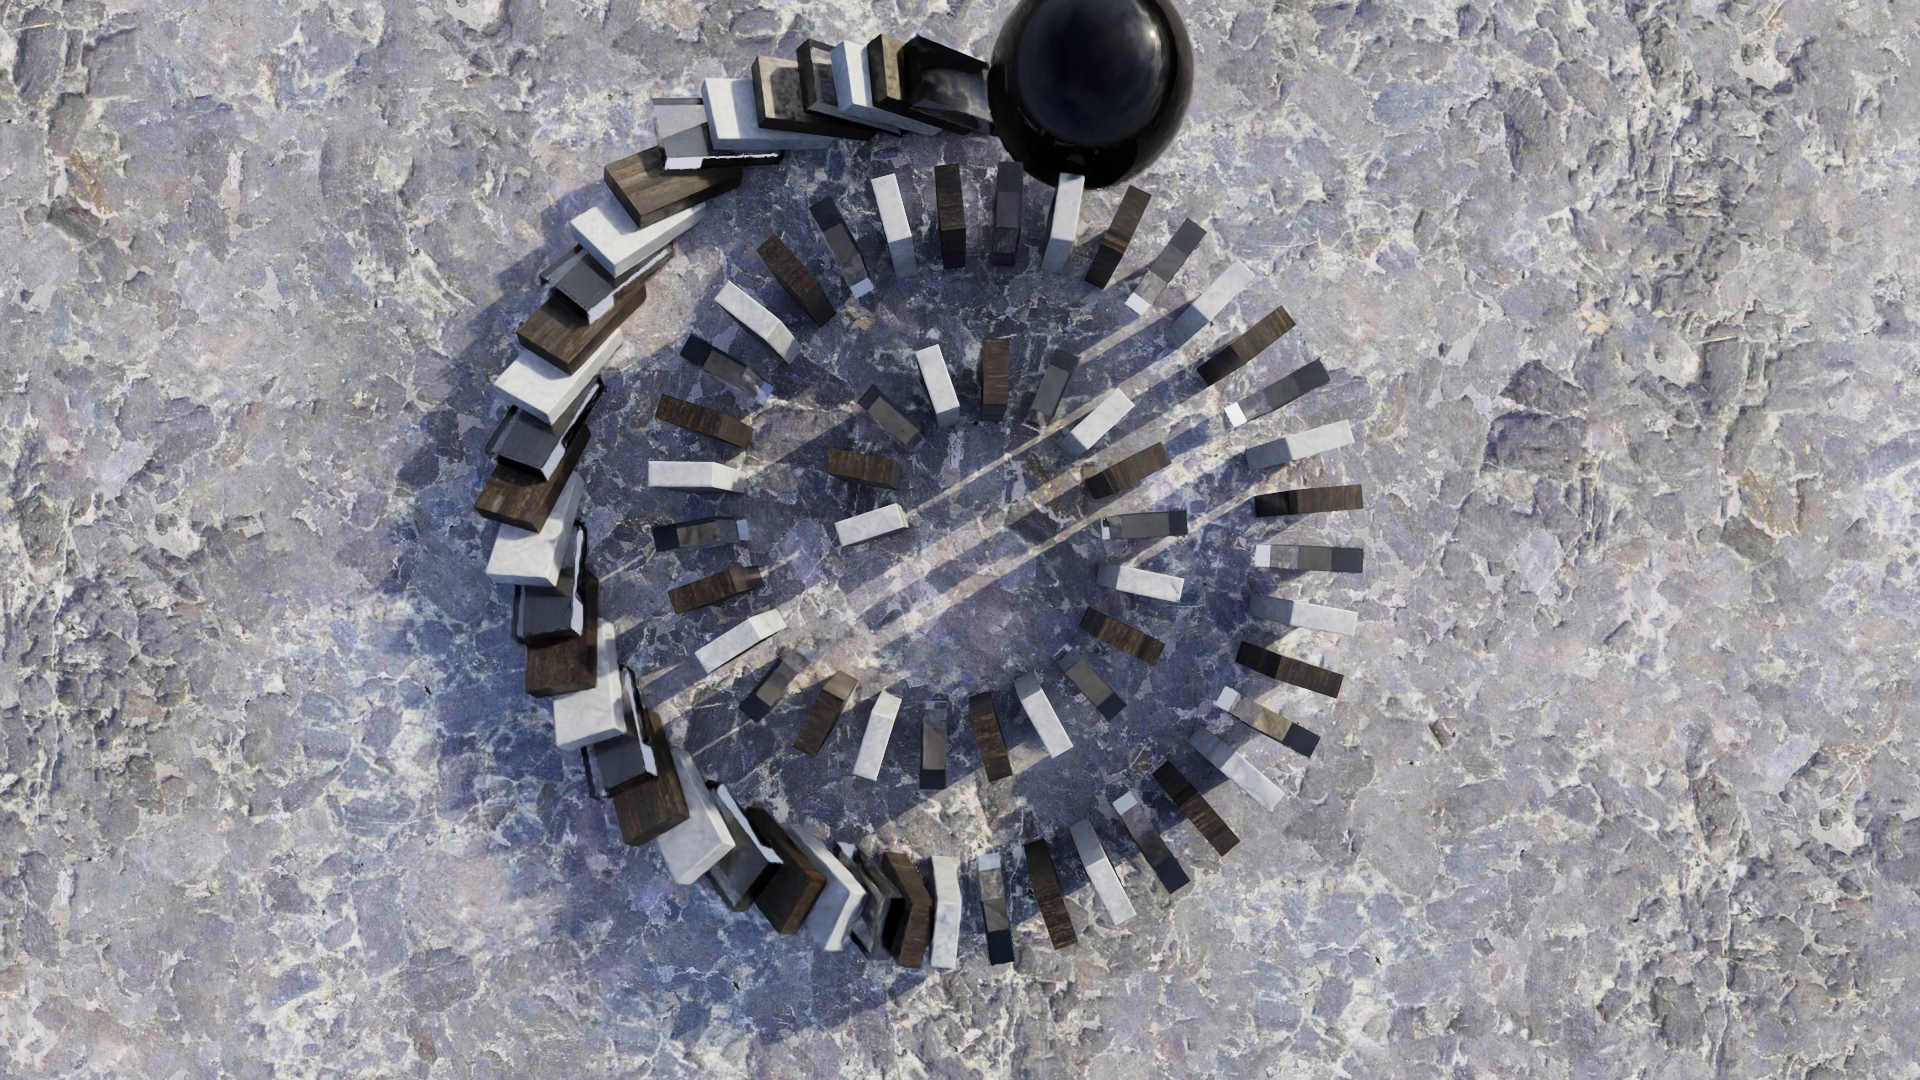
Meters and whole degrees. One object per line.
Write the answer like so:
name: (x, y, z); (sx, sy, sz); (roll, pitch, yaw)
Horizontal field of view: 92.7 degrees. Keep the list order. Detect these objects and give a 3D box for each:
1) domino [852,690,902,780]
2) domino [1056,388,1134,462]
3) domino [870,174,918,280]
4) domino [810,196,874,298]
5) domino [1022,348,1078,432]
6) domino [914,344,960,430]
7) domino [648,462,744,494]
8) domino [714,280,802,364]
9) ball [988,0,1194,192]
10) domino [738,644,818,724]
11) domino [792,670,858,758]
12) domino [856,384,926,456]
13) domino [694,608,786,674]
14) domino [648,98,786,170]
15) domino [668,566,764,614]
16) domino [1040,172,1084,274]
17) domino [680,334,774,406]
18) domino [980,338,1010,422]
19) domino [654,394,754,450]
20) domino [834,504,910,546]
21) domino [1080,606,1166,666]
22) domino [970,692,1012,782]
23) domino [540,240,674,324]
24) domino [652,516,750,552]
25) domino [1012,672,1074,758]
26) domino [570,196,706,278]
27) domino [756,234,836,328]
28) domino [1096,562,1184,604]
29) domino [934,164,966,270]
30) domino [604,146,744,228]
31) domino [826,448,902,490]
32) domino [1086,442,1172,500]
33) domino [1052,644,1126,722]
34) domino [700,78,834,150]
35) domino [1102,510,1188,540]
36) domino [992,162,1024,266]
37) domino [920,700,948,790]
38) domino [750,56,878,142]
domino: (-0.033, 0.079, 0.375); (0.009, 0.050, 0.025); (17, 90, 0)
domino: (0.054, -0.046, 0.375); (0.025, 0.050, 0.010); (-43, 90, 0)
domino: (-0.026, -0.127, 0.375); (0.010, 0.050, 0.025); (-15, 90, 0)
domino: (-0.048, -0.118, 0.375); (0.009, 0.050, 0.025); (-29, 90, 0)
domino: (0.036, -0.060, 0.375); (0.009, 0.050, 0.025); (23, 90, 0)
domino: (-0.009, -0.062, 0.375); (0.010, 0.050, 0.025); (-19, 90, 0)
domino: (-0.107, -0.025, 0.375); (0.025, 0.050, 0.010); (1, 90, 0)
domino: (-0.081, -0.088, 0.375); (0.025, 0.050, 0.010); (38, 90, 0)
ball: (0.051, -0.179, 0.360); (0.080, 0.080, 0.080); (0, 90, 0)
domino: (-0.073, 0.057, 0.375); (0.009, 0.050, 0.025); (40, 90, 0)
domino: (-0.054, 0.070, 0.375); (0.009, 0.050, 0.025); (28, 90, 0)
domino: (-0.027, -0.048, 0.375); (0.025, 0.050, 0.009); (41, 90, 0)
domino: (-0.089, 0.040, 0.375); (0.025, 0.050, 0.009); (-32, 90, 0)
domino: (-0.101, -0.171, 0.385); (0.050, 0.010, 0.025); (-14, 89, -26)
domino: (-0.099, 0.020, 0.375); (0.025, 0.050, 0.010); (-20, 90, 0)
domino: (0.041, -0.128, 0.374); (0.010, 0.050, 0.025); (9, 93, 0)
domino: (-0.094, -0.069, 0.375); (0.025, 0.050, 0.009); (29, 90, 0)
domino: (0.014, -0.064, 0.375); (0.010, 0.050, 0.025); (2, 90, 0)
domino: (-0.103, -0.048, 0.375); (0.025, 0.050, 0.010); (17, 90, 0)
domino: (-0.035, -0.006, 0.375); (0.025, 0.050, 0.010); (-18, 90, 0)
domino: (0.065, 0.039, 0.375); (0.025, 0.050, 0.009); (26, 90, 0)
domino: (0.012, 0.079, 0.375); (0.010, 0.050, 0.025); (-17, 90, 0)
domino: (-0.147, -0.116, 0.385); (0.025, 0.010, 0.050); (38, 64, 0)
domino: (-0.105, -0.002, 0.375); (0.025, 0.050, 0.010); (-11, 90, 0)
domino: (0.033, 0.070, 0.375); (0.010, 0.050, 0.025); (-29, 90, 0)
domino: (-0.134, -0.134, 0.385); (0.025, 0.010, 0.050); (44, 64, 0)
domino: (-0.066, -0.105, 0.375); (0.009, 0.050, 0.025); (-43, 90, 0)
domino: (0.072, 0.017, 0.375); (0.025, 0.050, 0.009); (12, 90, 0)
domino: (-0.004, -0.131, 0.375); (0.009, 0.050, 0.025); (-6, 90, 0)
domino: (-0.120, -0.152, 0.384); (0.050, 0.010, 0.025); (-37, 90, -27)
domino: (-0.038, -0.028, 0.375); (0.025, 0.050, 0.010); (11, 90, 0)
domino: (0.068, -0.028, 0.375); (0.025, 0.050, 0.009); (-28, 90, 0)
domino: (0.052, 0.057, 0.375); (0.010, 0.050, 0.025); (-43, 90, 0)
domino: (-0.080, -0.178, 0.385); (0.050, 0.010, 0.025); (-12, 90, -26)
domino: (0.074, -0.006, 0.375); (0.025, 0.050, 0.010); (-4, 90, 0)
domino: (0.019, -0.132, 0.375); (0.010, 0.050, 0.025); (2, 90, 0)
domino: (-0.011, 0.083, 0.375); (0.009, 0.050, 0.025); (1, 90, 0)
domino: (-0.060, -0.184, 0.383); (0.050, 0.010, 0.025); (-7, 90, -31)
